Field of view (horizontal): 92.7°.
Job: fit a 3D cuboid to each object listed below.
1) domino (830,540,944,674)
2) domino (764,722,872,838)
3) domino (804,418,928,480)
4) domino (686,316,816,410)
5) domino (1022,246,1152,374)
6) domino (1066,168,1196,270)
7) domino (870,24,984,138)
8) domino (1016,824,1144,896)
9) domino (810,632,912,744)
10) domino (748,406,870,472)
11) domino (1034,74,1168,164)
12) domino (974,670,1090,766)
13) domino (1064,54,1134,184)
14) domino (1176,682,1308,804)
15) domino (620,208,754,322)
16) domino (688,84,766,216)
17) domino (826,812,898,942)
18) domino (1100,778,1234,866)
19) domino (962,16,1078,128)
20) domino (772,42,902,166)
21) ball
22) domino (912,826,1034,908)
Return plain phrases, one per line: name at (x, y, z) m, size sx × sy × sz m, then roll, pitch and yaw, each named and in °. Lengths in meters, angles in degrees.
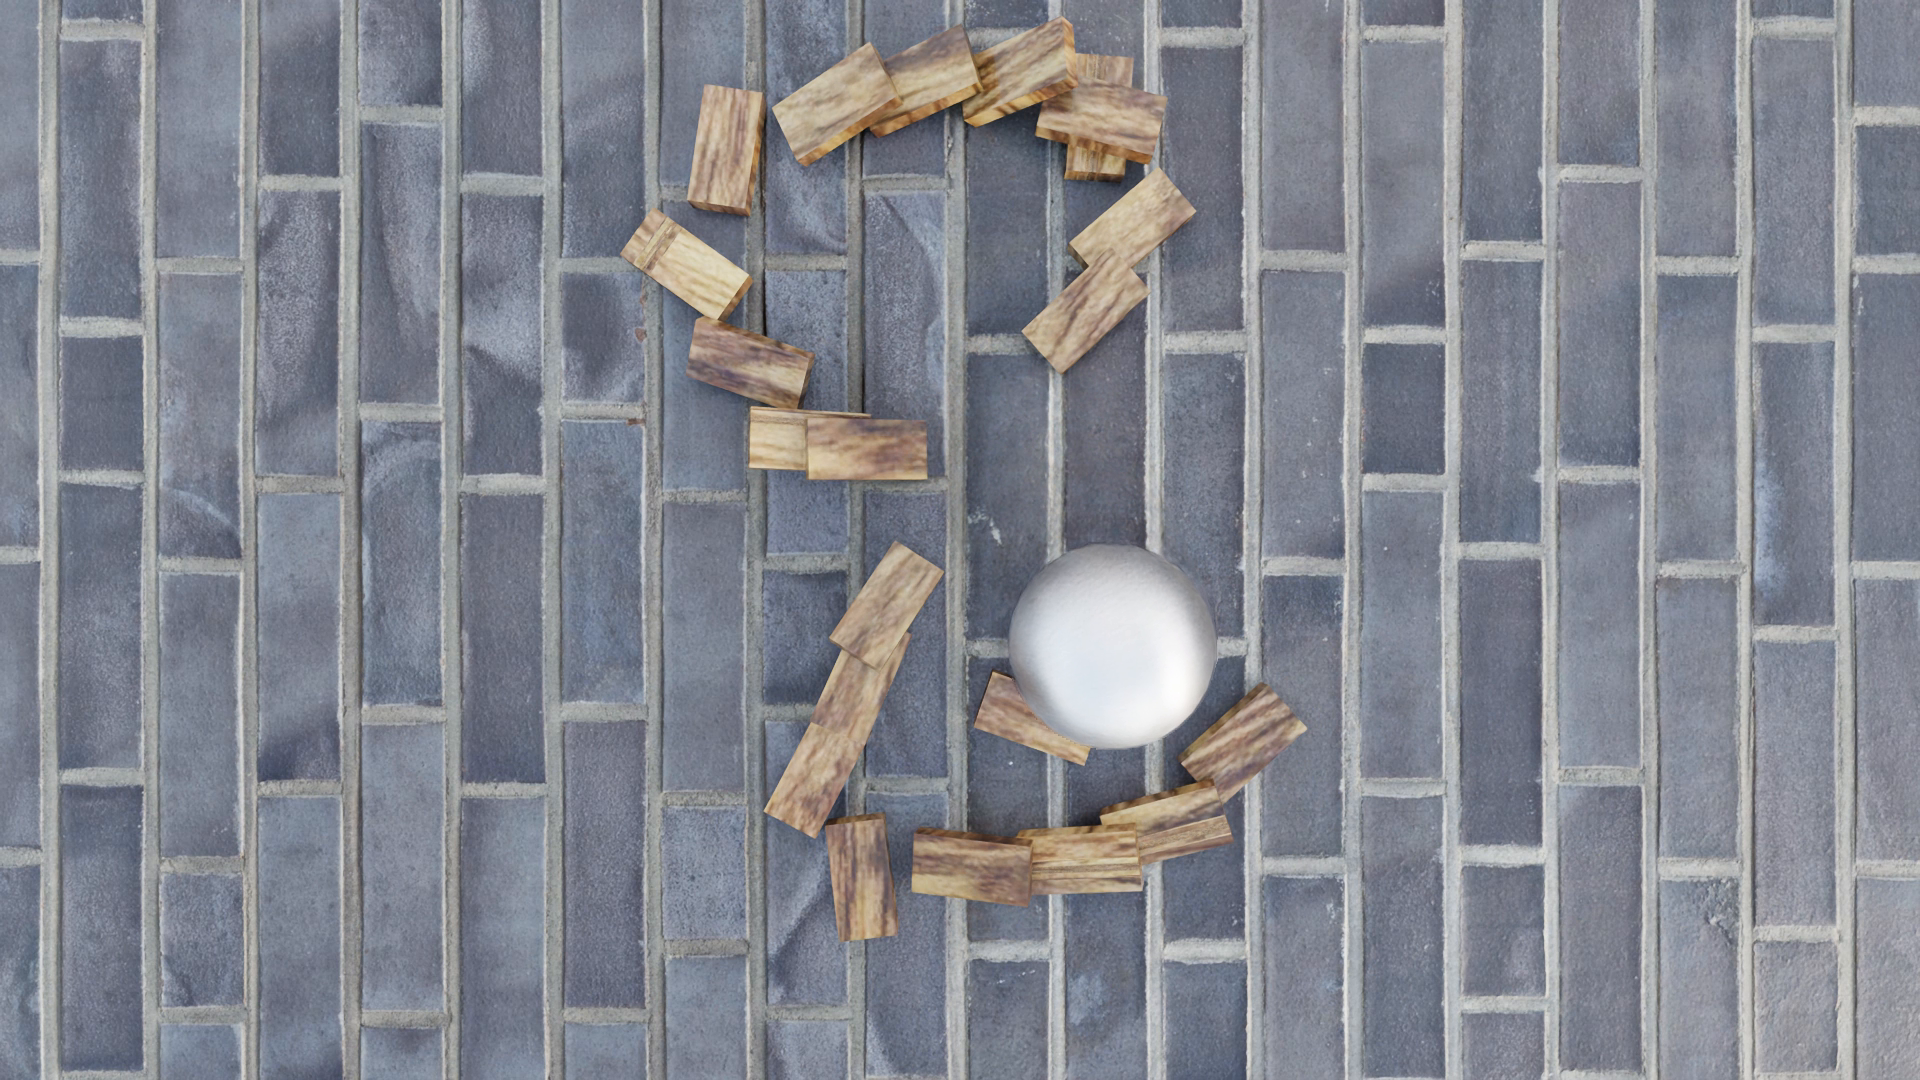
domino at (-0.031, 0.028, 0.388) m, size 0.025 × 0.009 × 0.050 m, roll 32°, pitch 74°, yaw 3°
domino at (-0.061, 0.099, 0.395) m, size 0.025 × 0.009 × 0.050 m, roll 28°, pitch 90°, yaw 0°
domino at (-0.039, -0.038, 0.386) m, size 0.050 × 0.009 × 0.025 m, roll -1°, pitch 91°, yaw -17°
domino at (-0.089, -0.075, 0.391) m, size 0.050 × 0.009 × 0.025 m, roll 19°, pitch 114°, yaw 0°
domino at (0.053, -0.097, 0.389) m, size 0.050 × 0.010 × 0.025 m, roll -42°, pitch 90°, yaw 14°
domino at (0.074, -0.133, 0.395) m, size 0.050 × 0.009 × 0.025 m, roll -40°, pitch 90°, yaw 0°
domino at (-0.018, -0.194, 0.388) m, size 0.050 × 0.010 × 0.025 m, roll -17°, pitch 90°, yaw 17°
domino at (0.051, 0.136, 0.389) m, size 0.050 × 0.010 × 0.025 m, roll -8°, pitch 90°, yaw 15°
domino at (-0.042, 0.059, 0.390) m, size 0.025 × 0.009 × 0.050 m, roll 23°, pitch 77°, yaw 0°
domino at (-0.064, -0.042, 0.388) m, size 0.050 × 0.009 × 0.025 m, roll 1°, pitch 90°, yaw -17°
domino at (0.059, -0.178, 0.386) m, size 0.050 × 0.010 × 0.025 m, roll 14°, pitch 90°, yaw 0°
domino at (0.034, 0.076, 0.395) m, size 0.050 × 0.010 × 0.025 m, roll 19°, pitch 90°, yaw 0°
domino at (0.060, -0.182, 0.395) m, size 0.025 × 0.010 × 0.050 m, roll 4°, pitch 90°, yaw 0°
domino at (0.121, 0.088, 0.395) m, size 0.050 × 0.010 × 0.025 m, roll -42°, pitch 90°, yaw 0°
domino at (-0.118, -0.117, 0.395) m, size 0.050 × 0.010 × 0.025 m, roll 36°, pitch 90°, yaw 0°
domino at (-0.100, -0.168, 0.395) m, size 0.025 × 0.009 × 0.050 m, roll 9°, pitch 90°, yaw 0°
domino at (-0.042, 0.145, 0.395) m, size 0.025 × 0.010 × 0.050 m, roll -7°, pitch 90°, yaw 0°
domino at (0.088, 0.121, 0.390) m, size 0.050 × 0.010 × 0.025 m, roll -19°, pitch 90°, yaw 13°
domino at (0.024, -0.194, 0.382) m, size 0.050 × 0.010 × 0.025 m, roll -5°, pitch 90°, yaw 35°
domino at (-0.052, -0.184, 0.388) m, size 0.050 × 0.010 × 0.025 m, roll -26°, pitch 90°, yaw 16°
ball at (0.059, 0.041, 0.360) m, size 0.080 × 0.080 × 0.080 m, roll 0°, pitch 90°, yaw 0°
domino at (0.005, 0.139, 0.390) m, size 0.050 × 0.009 × 0.025 m, roll 2°, pitch 90°, yaw 13°
